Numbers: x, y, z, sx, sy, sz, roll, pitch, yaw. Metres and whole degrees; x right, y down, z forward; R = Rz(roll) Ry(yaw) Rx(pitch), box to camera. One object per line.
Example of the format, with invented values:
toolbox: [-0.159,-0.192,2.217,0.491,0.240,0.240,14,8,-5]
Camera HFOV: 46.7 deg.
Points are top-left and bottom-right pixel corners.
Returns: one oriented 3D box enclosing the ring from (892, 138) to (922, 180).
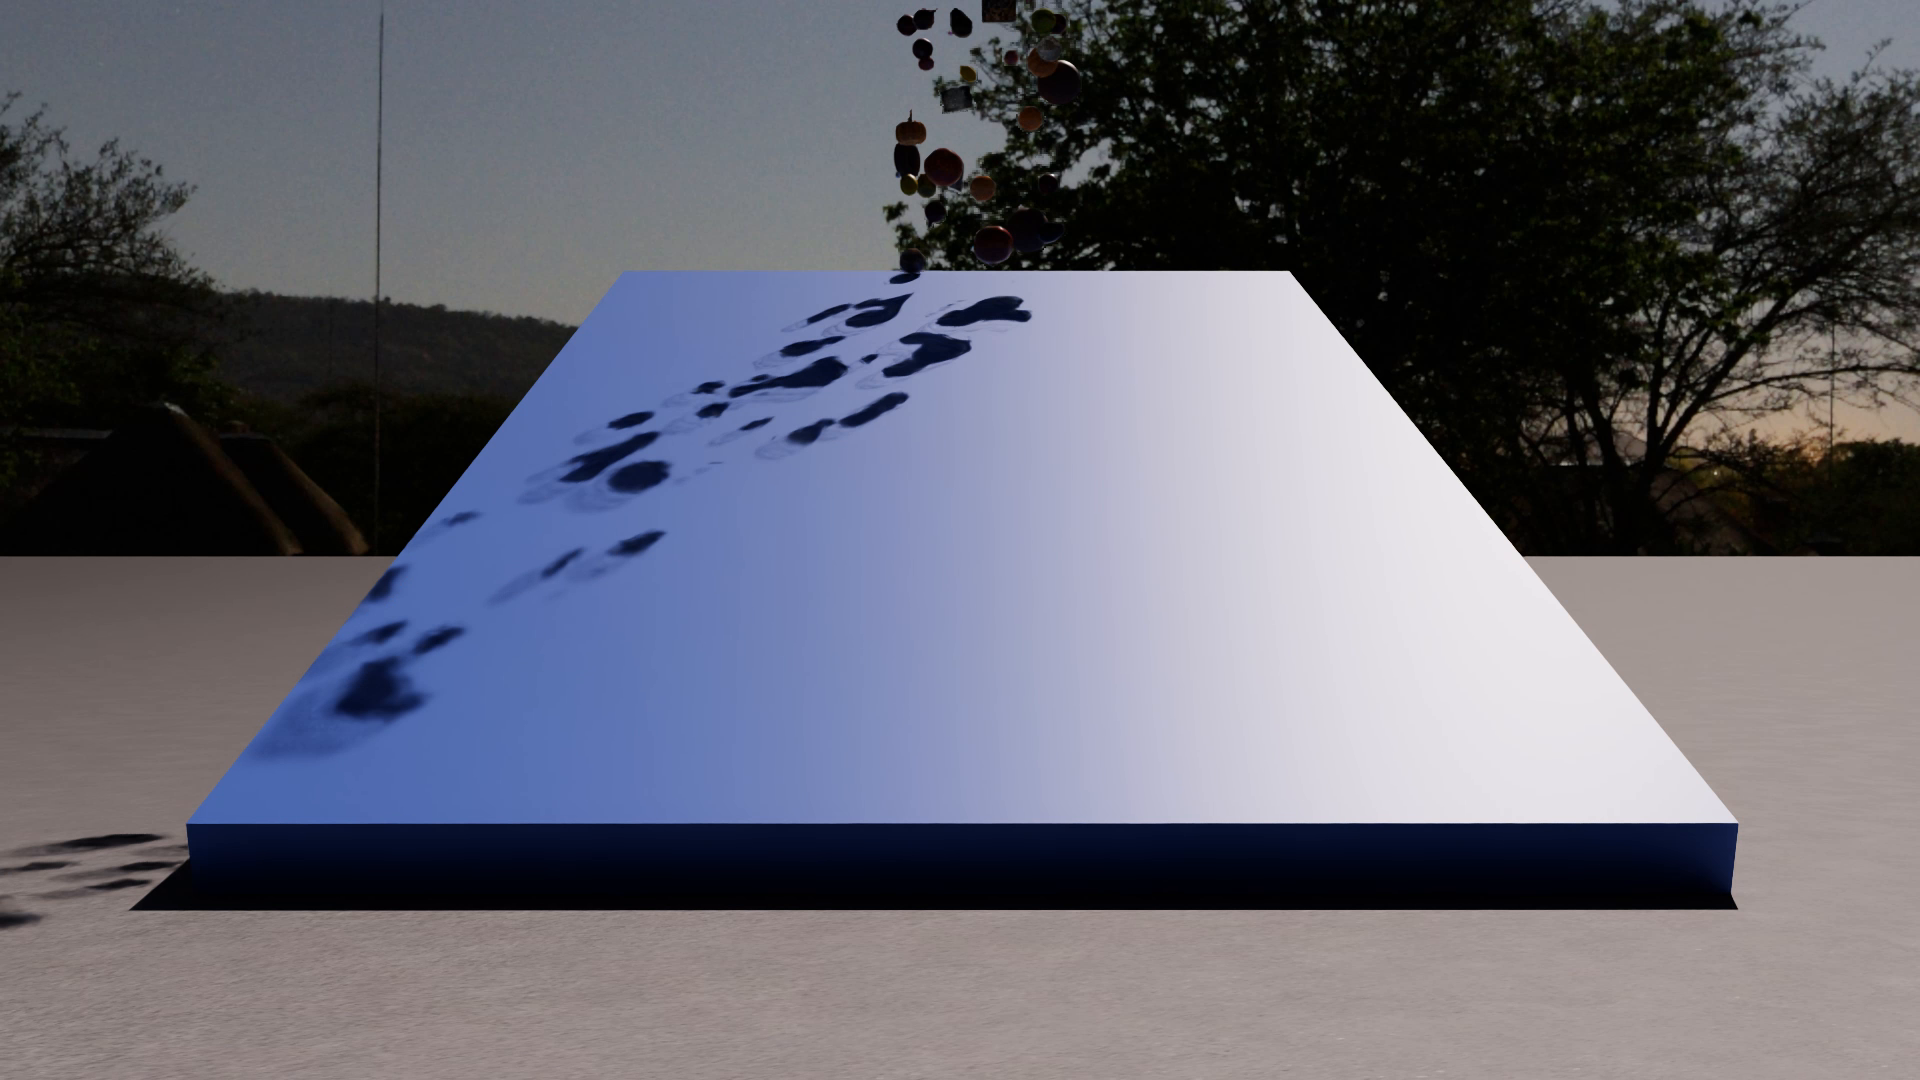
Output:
ring: [-0.157,-1.136,6.629,0.040,0.121,0.121,9,4,32]

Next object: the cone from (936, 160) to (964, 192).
cone: [-0.014,-1.080,6.698,0.093,0.093,0.093,0,-34,27]

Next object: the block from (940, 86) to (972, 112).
block: [-0.009,-1.249,6.301,0.060,0.060,0.060,-16,8,-32]

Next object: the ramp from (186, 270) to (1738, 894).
ramp: [-0.003,-0.175,4.789,2.000,0.100,4.000,0,17,0]

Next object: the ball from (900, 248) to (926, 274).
ball: [-0.143,-0.832,6.630,0.077,0.077,0.077,0,0,0]

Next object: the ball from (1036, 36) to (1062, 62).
ball: [0.250,-1.378,6.242,0.070,0.070,0.070,0,0,0]

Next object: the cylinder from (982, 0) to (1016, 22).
cylinder: [0.115,-1.590,6.624,0.094,0.094,0.094,-2,0,-6]
